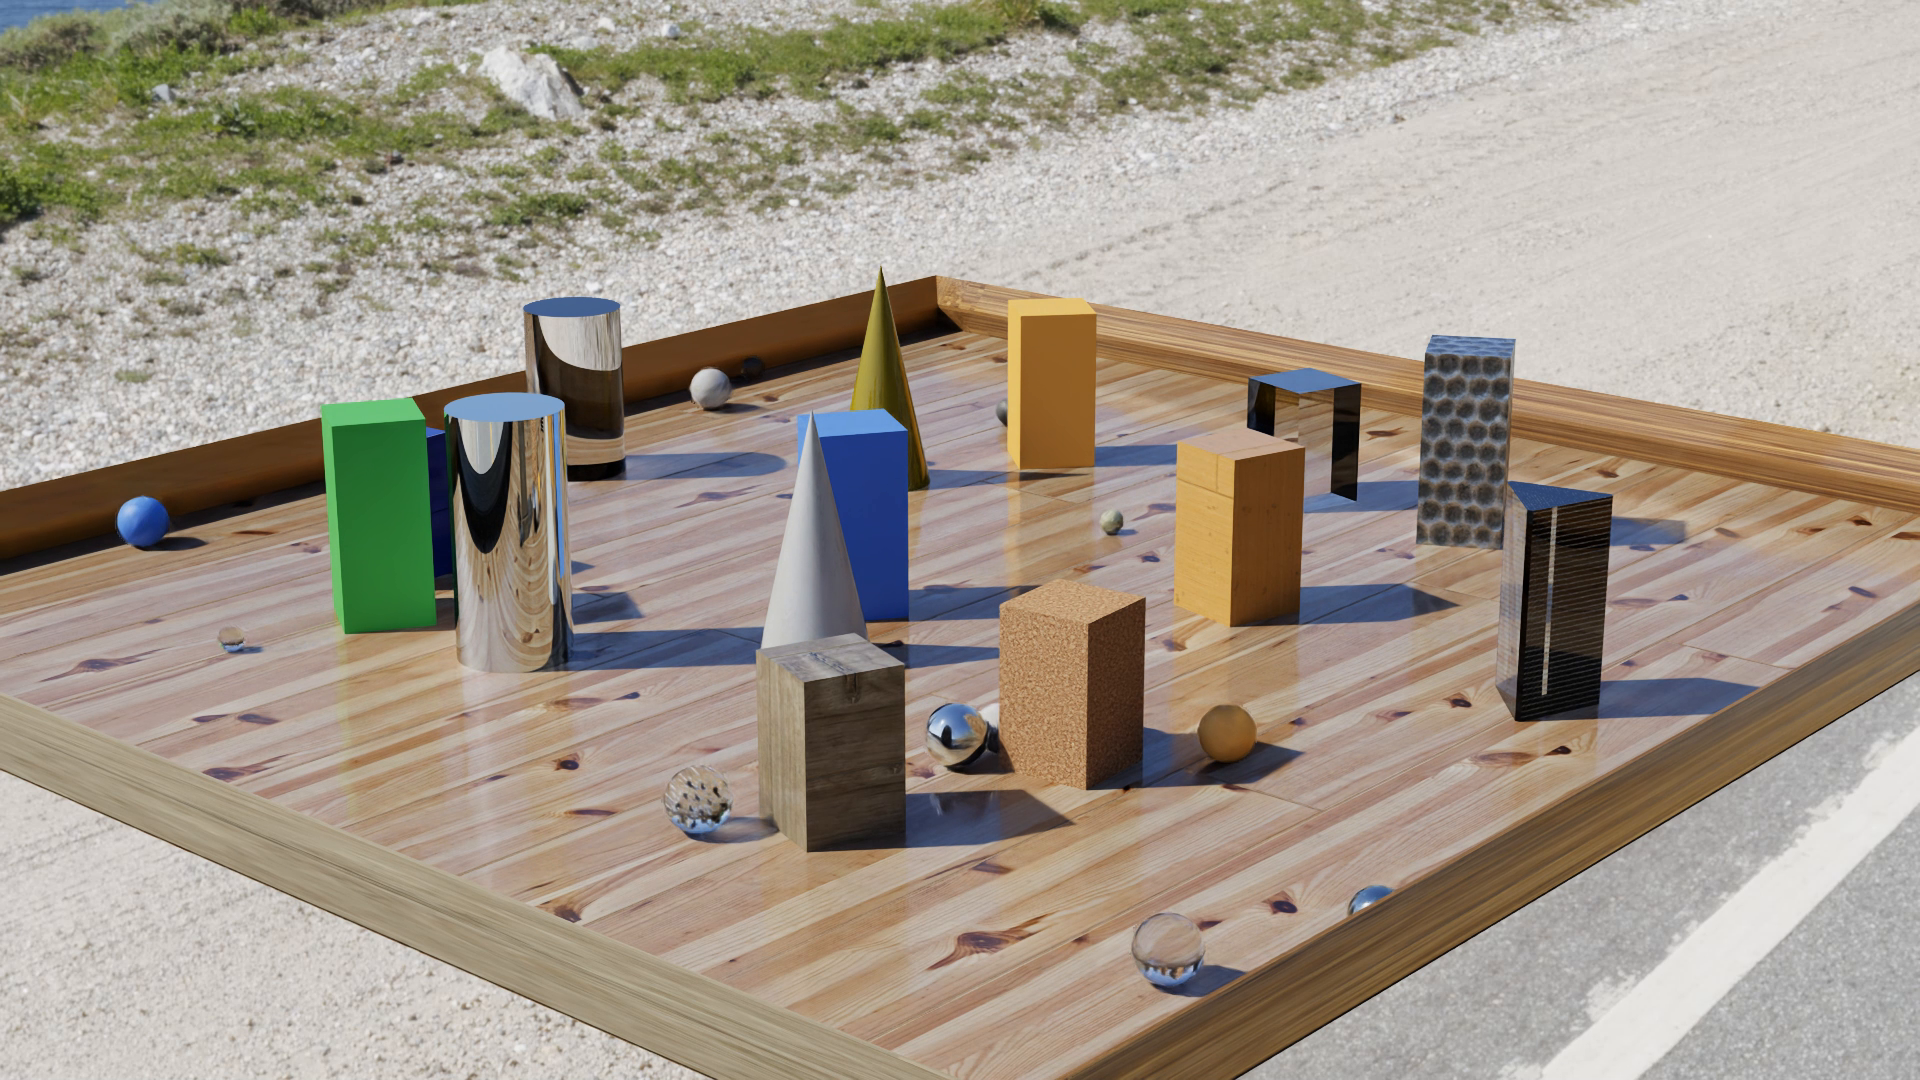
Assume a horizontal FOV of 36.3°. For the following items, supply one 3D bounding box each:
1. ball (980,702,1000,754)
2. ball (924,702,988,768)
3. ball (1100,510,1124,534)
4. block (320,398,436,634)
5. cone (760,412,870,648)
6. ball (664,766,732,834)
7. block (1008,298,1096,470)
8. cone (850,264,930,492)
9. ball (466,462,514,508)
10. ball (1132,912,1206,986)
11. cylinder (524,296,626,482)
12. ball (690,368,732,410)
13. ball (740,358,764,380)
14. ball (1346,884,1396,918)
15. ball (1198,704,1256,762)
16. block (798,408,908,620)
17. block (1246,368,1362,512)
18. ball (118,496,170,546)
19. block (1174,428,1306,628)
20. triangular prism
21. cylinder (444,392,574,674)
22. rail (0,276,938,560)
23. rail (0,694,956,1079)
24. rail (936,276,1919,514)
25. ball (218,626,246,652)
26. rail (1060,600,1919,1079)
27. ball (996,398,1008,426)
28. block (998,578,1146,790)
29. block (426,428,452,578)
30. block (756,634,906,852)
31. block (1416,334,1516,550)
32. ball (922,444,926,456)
[{"bbox_3d":[0.059,0.281,4.382,0.076,0.076,0.076,0,17,0],"label":"ball"},{"bbox_3d":[-0.005,0.287,4.326,0.096,0.096,0.096,0,17,0],"label":"ball"},{"bbox_3d":[0.284,-0.035,5.481,0.045,0.045,0.045,0,17,0],"label":"ball"},{"bbox_3d":[-0.983,-0.042,4.960,0.154,0.360,0.154,-5,18,-18],"label":"block"},{"bbox_3d":[-0.236,-0.008,4.734,0.192,0.424,0.192,0,17,0],"label":"cone"},{"bbox_3d":[-0.364,0.362,4.080,0.096,0.096,0.096,0,17,0],"label":"ball"},{"bbox_3d":[0.185,-0.319,5.952,0.154,0.316,0.154,-2,17,-8],"label":"block"},{"bbox_3d":[-0.154,-0.328,5.770,0.192,0.439,0.192,0,17,0],"label":"cone"},{"bbox_3d":[-0.903,-0.104,5.635,0.089,0.089,0.089,0,17,0],"label":"ball"},{"bbox_3d":[0.257,0.504,3.615,0.091,0.091,0.091,0,17,0],"label":"ball"},{"bbox_3d":[-0.771,-0.303,5.869,0.192,0.334,0.192,0,17,0],"label":"cylinder"},{"bbox_3d":[-0.542,-0.329,6.378,0.090,0.090,0.090,0,17,0],"label":"ball"},{"bbox_3d":[-0.471,-0.389,6.643,0.050,0.050,0.050,0,17,0],"label":"ball"},{"bbox_3d":[0.530,0.478,3.722,0.080,0.080,0.080,0,17,0],"label":"ball"},{"bbox_3d":[0.395,0.286,4.346,0.086,0.086,0.086,0,17,0],"label":"ball"},{"bbox_3d":[-0.183,-0.041,5.011,0.154,0.329,0.154,-5,17,-16],"label":"block"},{"bbox_3d":[0.663,-0.194,5.677,0.154,0.236,0.154,-11,20,-32],"label":"block"},{"bbox_3d":[-1.503,-0.034,5.396,0.093,0.093,0.093,0,17,0],"label":"ball"},{"bbox_3d":[0.477,-0.023,5.014,0.154,0.292,0.154,-11,20,-32],"label":"block"},{"bbox_3d":[0.894,0.088,4.567,0.166,0.339,0.144,-10,19,-29],"label":"triangular prism"},{"bbox_3d":[-0.730,-0.013,4.761,0.192,0.419,0.192,0,17,0],"label":"cylinder"},{"bbox_3d":[-1.072,-0.238,6.011,0.045,0.125,3.147,14,22,39],"label":"rail"},{"bbox_3d":[-1.016,0.369,4.000,2.887,0.125,0.045,14,22,39],"label":"rail"},{"bbox_3d":[1.016,-0.307,6.241,2.887,0.125,0.045,14,22,39],"label":"rail"},{"bbox_3d":[-1.200,0.162,4.830,0.043,0.043,0.043,0,17,0],"label":"ball"},{"bbox_3d":[1.072,0.300,4.229,0.045,0.125,3.147,14,22,39],"label":"rail"},{"bbox_3d":[0.106,-0.273,6.249,0.058,0.058,0.058,0,17,0],"label":"ball"},{"bbox_3d":[0.165,0.210,4.308,0.154,0.254,0.154,12,20,34],"label":"block"},{"bbox_3d":[-1.012,-0.063,5.206,0.154,0.258,0.154,12,21,35],"label":"block"},{"bbox_3d":[-0.180,0.280,4.087,0.154,0.248,0.154,-9,19,-27],"label":"block"},{"bbox_3d":[0.935,-0.182,5.419,0.154,0.362,0.154,4,17,13],"label":"block"},{"bbox_3d":[-0.094,-0.178,5.947,0.049,0.049,0.049,0,17,0],"label":"ball"}]
